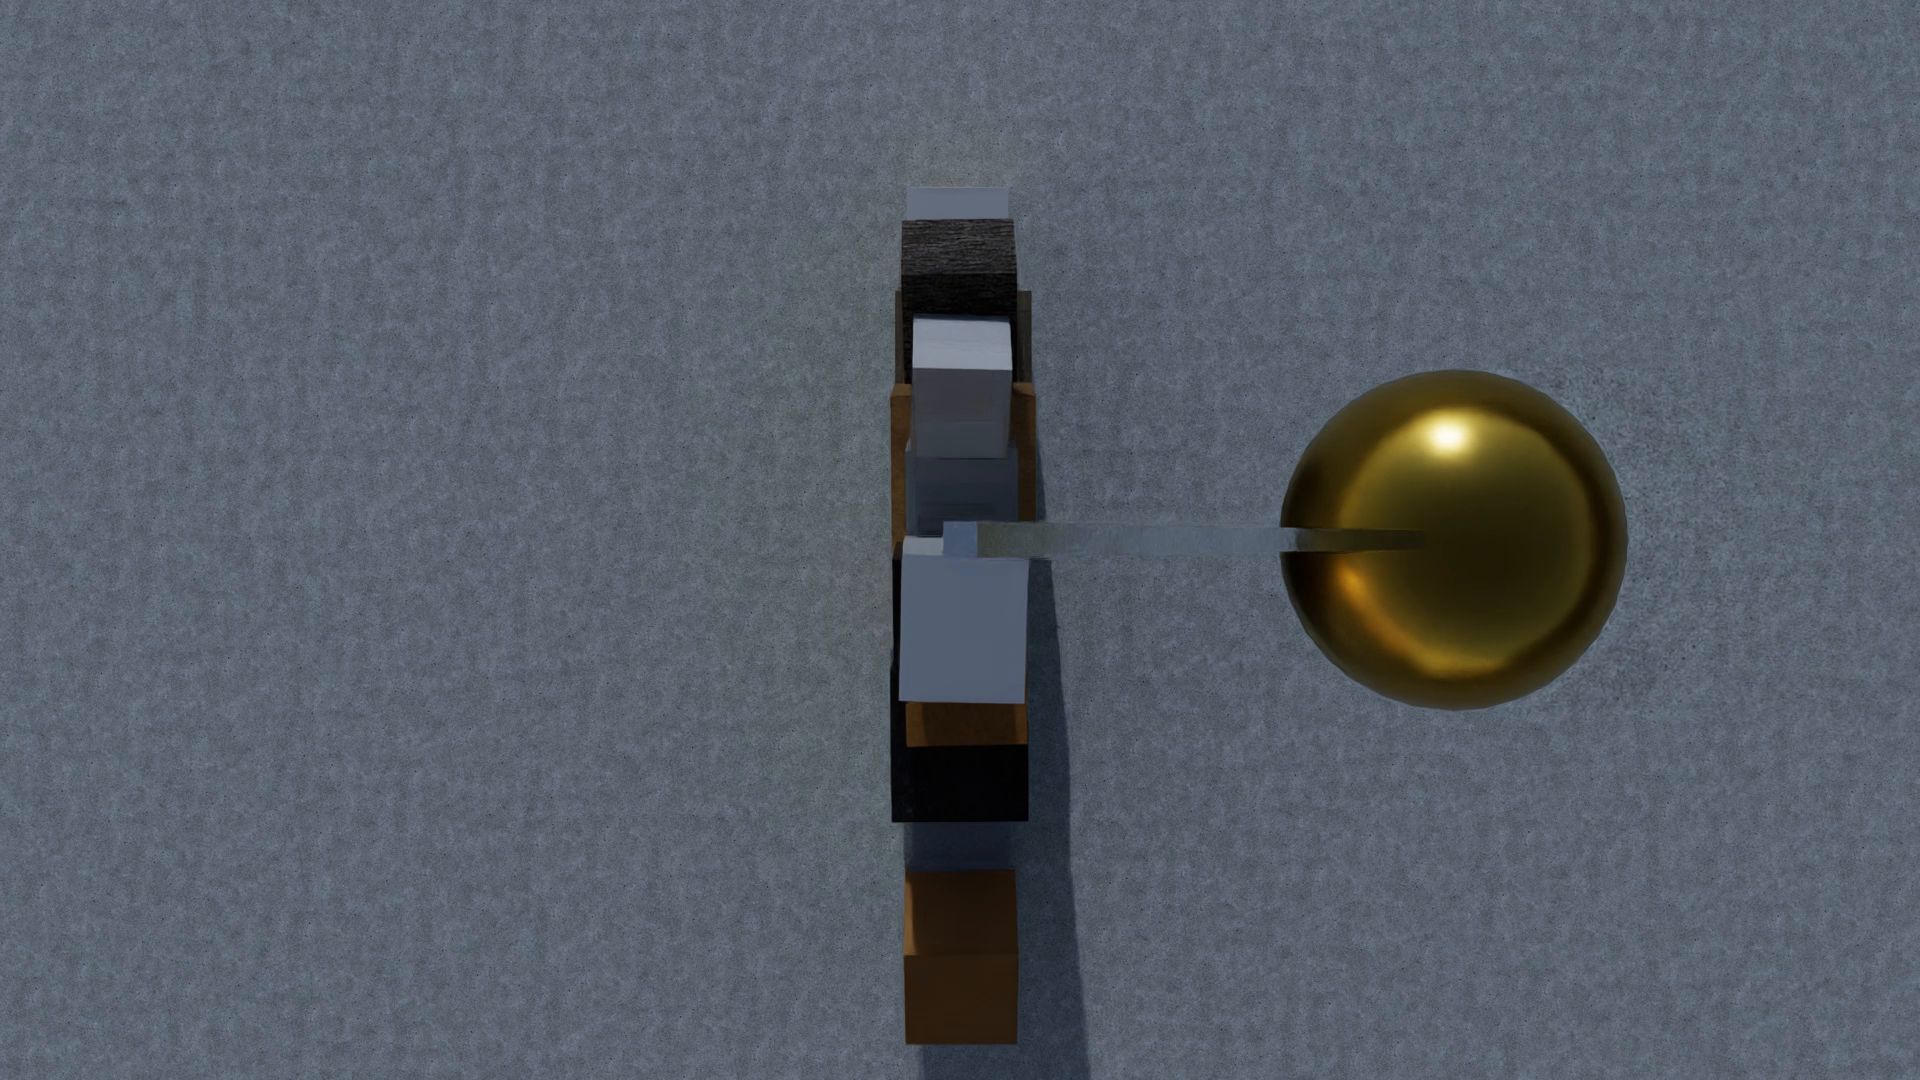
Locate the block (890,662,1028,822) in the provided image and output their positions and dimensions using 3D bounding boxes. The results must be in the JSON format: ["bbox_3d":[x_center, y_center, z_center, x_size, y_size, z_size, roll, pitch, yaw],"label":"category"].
[{"bbox_3d":[-0.003,1.006,11.169,0.677,0.647,0.751,-1,92,0],"label":"block"}]

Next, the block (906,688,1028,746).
[{"bbox_3d":[0.027,0.696,10.572,0.568,0.527,0.522,-1,92,0],"label":"block"}]

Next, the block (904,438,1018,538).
[{"bbox_3d":[0.009,-0.227,11.192,0.557,0.533,0.520,-1,99,0],"label":"block"}]

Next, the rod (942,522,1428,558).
[{"bbox_3d":[0.994,0.000,7.147,0.080,5.200,0.080,0,90,22],"label":"rod"}]

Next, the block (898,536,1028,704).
[{"bbox_3d":[0.012,0.342,9.686,0.537,0.655,0.634,1,97,-1],"label":"block"}]

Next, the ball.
[{"bbox_3d":[2.295,0.000,10.289,1.600,1.600,1.600,0,90,0],"label":"ball"}]

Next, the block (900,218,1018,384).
[{"bbox_3d":[-0.003,-1.213,11.156,0.567,0.579,0.621,-1,125,0],"label":"block"}]

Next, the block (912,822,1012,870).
[{"bbox_3d":[0.011,1.629,12.742,0.558,0.515,0.598,0,90,0],"label":"block"}]

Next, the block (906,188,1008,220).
[{"bbox_3d":[-0.014,-1.672,12.155,0.549,0.572,0.463,0,90,0],"label":"block"}]

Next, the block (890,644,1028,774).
[{"bbox_3d":[-0.005,0.962,12.573,0.756,0.831,0.731,0,92,0],"label":"block"}]

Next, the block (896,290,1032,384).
[{"bbox_3d":[0.018,-0.989,12.581,0.754,0.837,0.780,0,90,0],"label":"block"}]

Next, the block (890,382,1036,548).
[{"bbox_3d":[0.019,-0.412,11.813,0.753,0.752,0.799,0,99,0],"label":"block"}]

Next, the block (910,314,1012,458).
[{"bbox_3d":[0.000,-0.759,10.808,0.475,0.504,0.513,1,127,-2],"label":"block"}]

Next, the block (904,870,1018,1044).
[{"bbox_3d":[0.004,2.345,12.370,0.622,0.650,0.706,0,125,0],"label":"block"}]

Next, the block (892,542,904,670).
[{"bbox_3d":[-0.005,0.321,11.200,0.650,0.677,0.551,-1,97,0],"label":"block"}]
